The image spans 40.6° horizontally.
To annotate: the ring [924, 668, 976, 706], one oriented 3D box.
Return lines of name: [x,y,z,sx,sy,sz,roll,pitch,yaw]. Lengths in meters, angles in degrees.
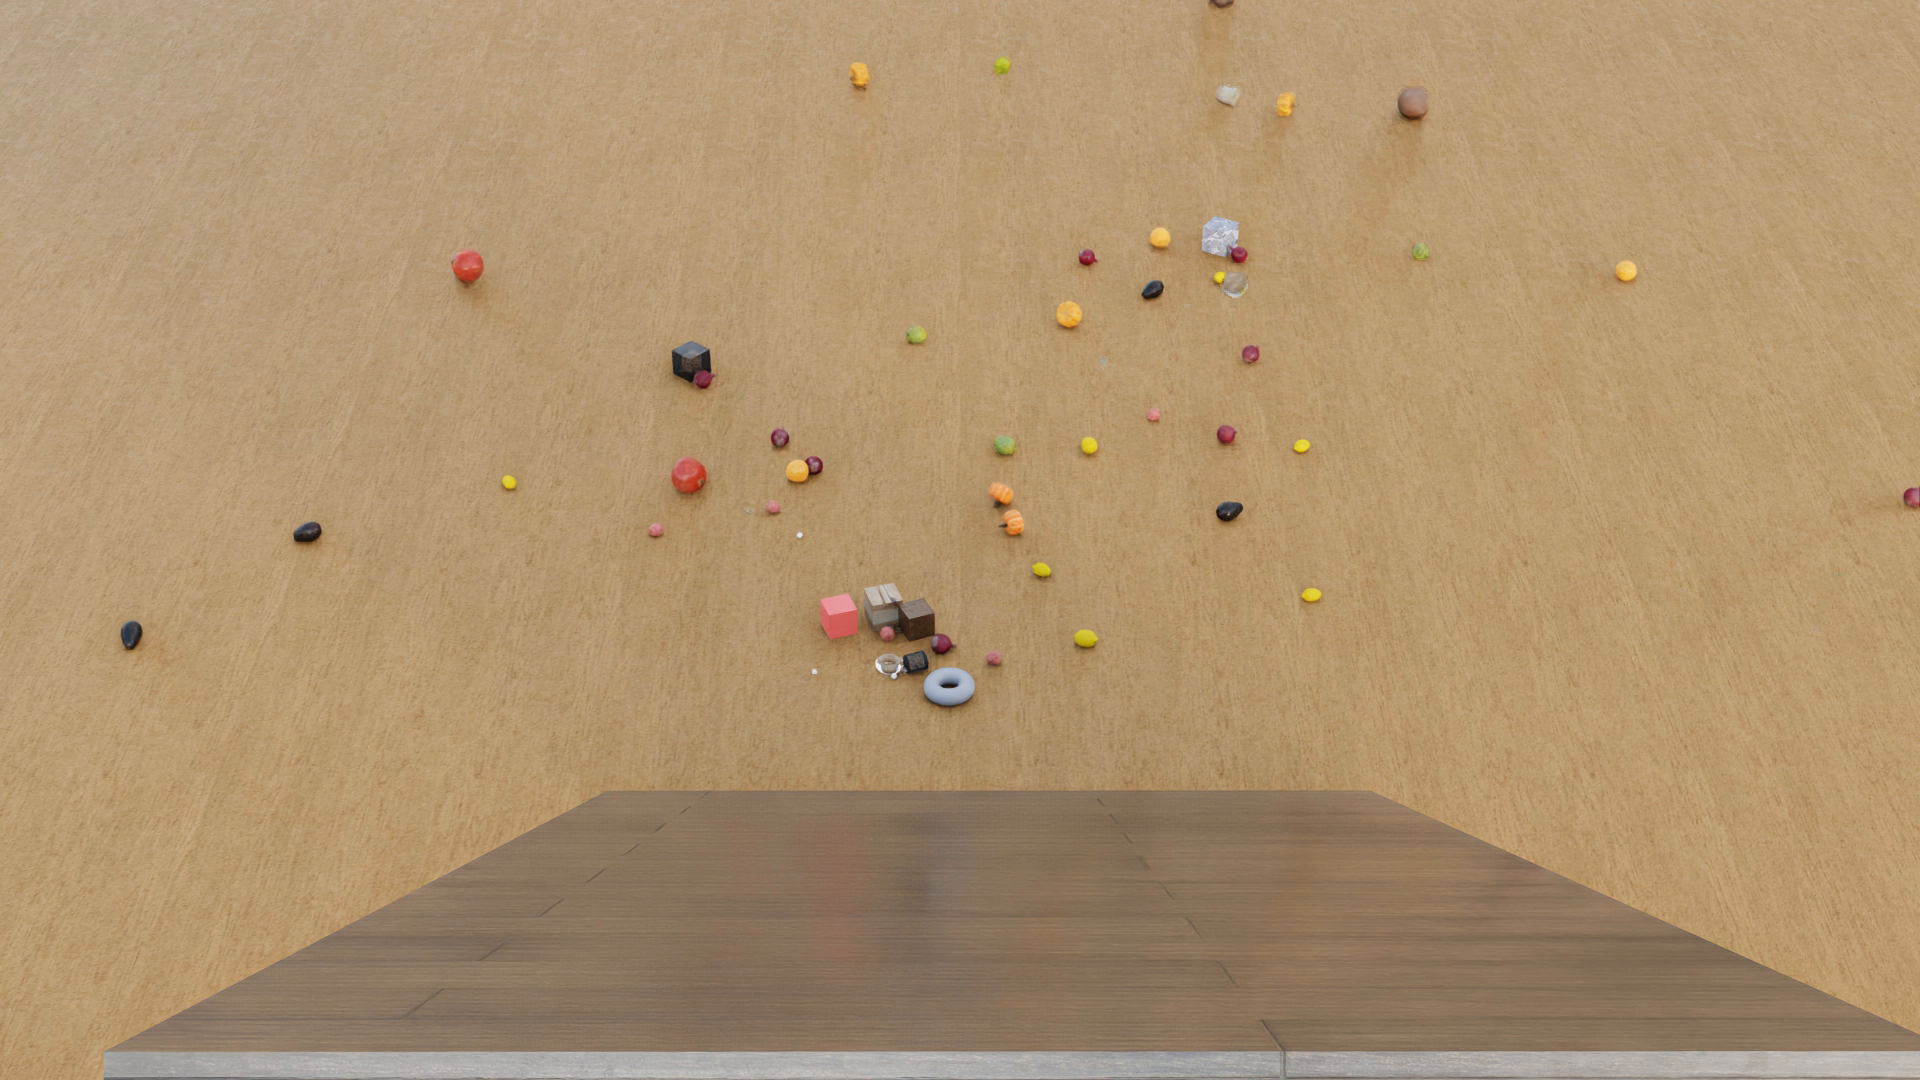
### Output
ring: [-0.030,0.410,7.266,0.146,0.049,0.146,-1,35,1]

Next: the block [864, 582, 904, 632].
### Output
block: [-0.222,0.195,7.544,0.091,0.091,0.091,-10,36,-15]

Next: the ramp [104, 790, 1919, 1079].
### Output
ramp: [0.076,0.654,4.799,2.000,0.100,4.000,0,-1,0]

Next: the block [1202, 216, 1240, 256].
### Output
block: [0.948,-1.105,9.453,0.098,0.098,0.098,18,38,25]

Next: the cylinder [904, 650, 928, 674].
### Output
cylinder: [-0.125,0.346,7.353,0.055,0.055,0.055,-14,37,-20]

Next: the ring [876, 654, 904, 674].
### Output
ring: [-0.200,0.351,7.371,0.080,0.027,0.080,1,35,0]

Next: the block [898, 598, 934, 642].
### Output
block: [-0.125,0.231,7.500,0.080,0.080,0.080,-14,37,-20]

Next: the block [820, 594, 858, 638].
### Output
block: [-0.350,0.221,7.511,0.085,0.085,0.085,-12,36,-17]

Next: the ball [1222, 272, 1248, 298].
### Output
ball: [0.970,-0.899,9.161,0.086,0.086,0.086,0,34,0]

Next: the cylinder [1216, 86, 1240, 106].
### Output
cylinder: [1.083,-1.798,10.500,0.069,0.069,0.069,18,38,25]

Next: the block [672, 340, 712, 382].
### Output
block: [-0.901,-0.599,8.714,0.090,0.090,0.090,27,43,34]
